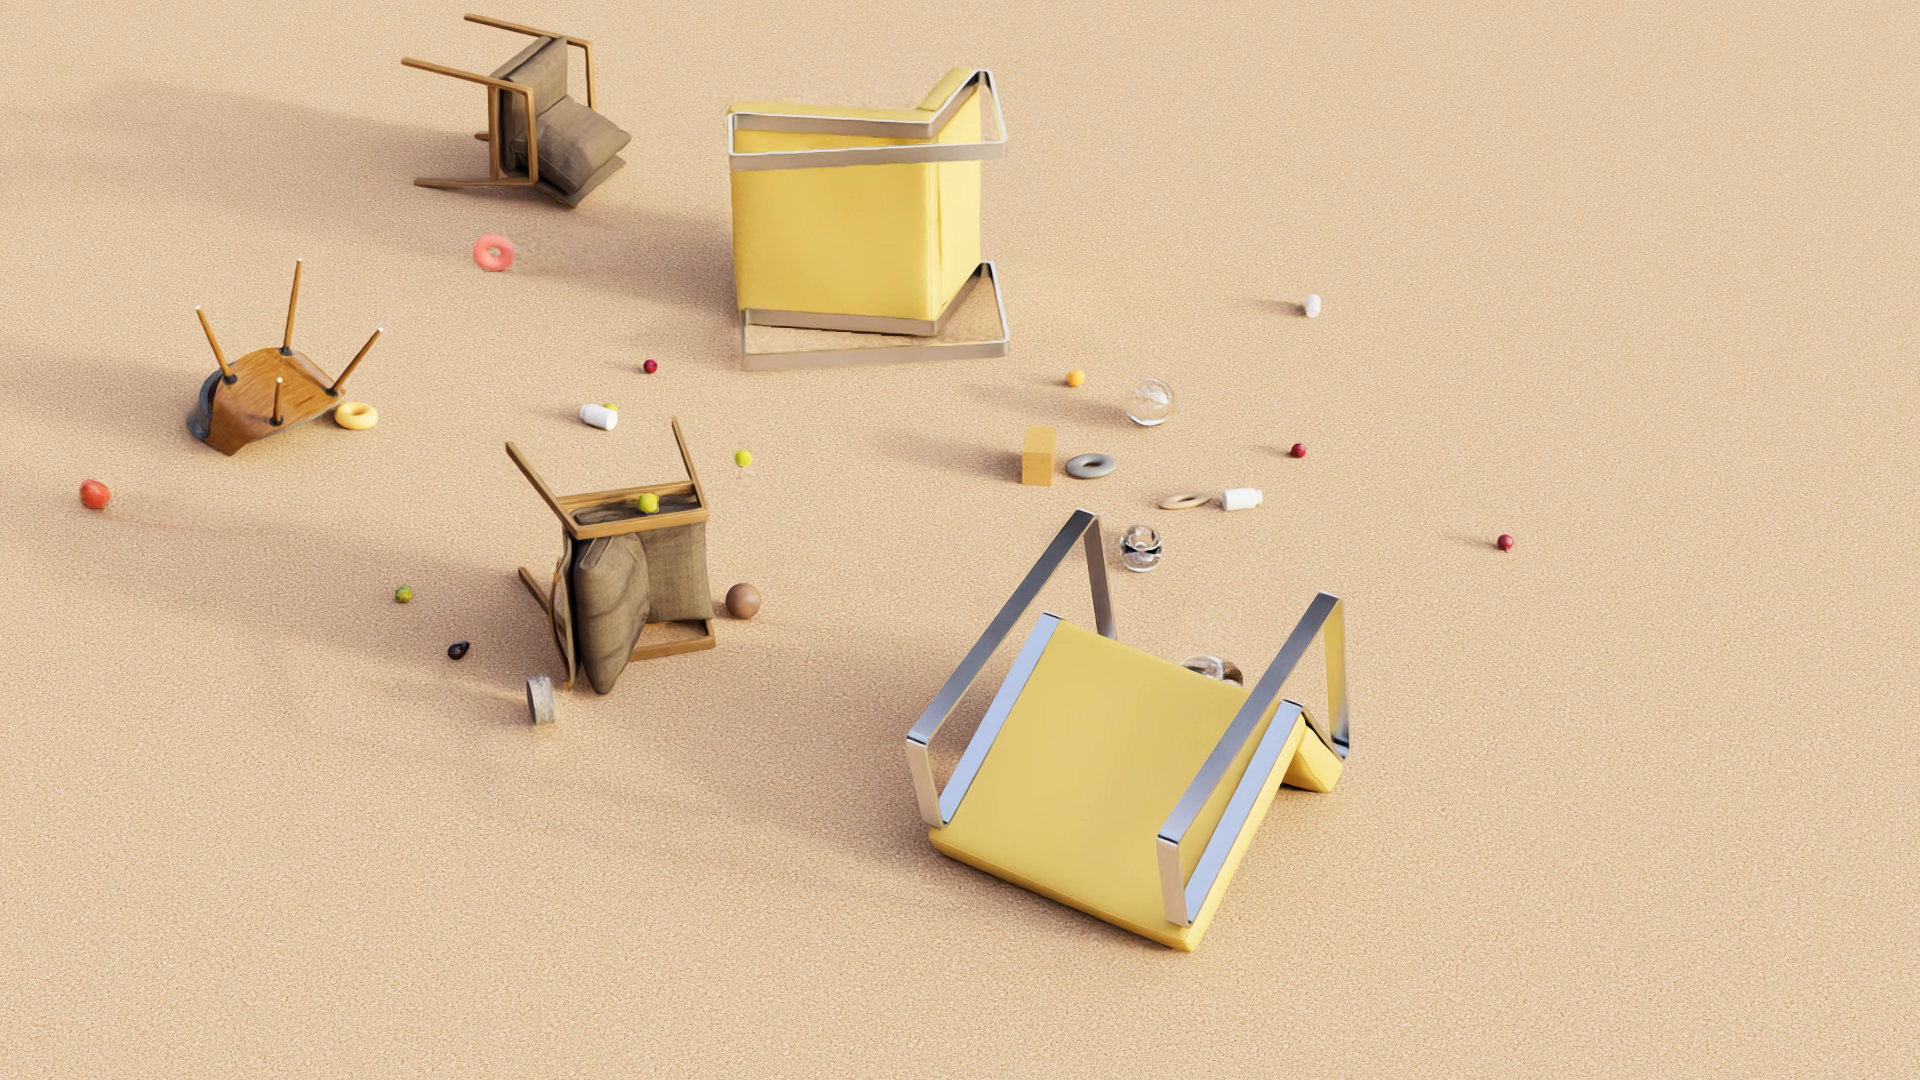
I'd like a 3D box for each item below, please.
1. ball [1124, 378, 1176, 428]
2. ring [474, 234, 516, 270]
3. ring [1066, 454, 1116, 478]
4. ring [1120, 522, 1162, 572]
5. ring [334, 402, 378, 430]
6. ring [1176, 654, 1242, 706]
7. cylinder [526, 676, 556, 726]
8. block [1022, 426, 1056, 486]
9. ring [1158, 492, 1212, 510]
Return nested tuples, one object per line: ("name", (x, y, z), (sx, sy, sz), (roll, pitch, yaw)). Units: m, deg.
("ball", (0.751, -0.543, 11.587), (0.201, 0.201, 0.201), (0, 33, 0))
("ring", (-2.011, -1.243, 12.672), (0.175, 0.178, 0.050), (-36, 29, 18))
("ring", (0.507, -0.286, 11.343), (0.204, 0.039, 0.158), (-8, 33, -11))
("ring", (0.669, 0.027, 10.829), (0.161, 0.083, 0.266), (3, 35, 1))
("ring", (-2.398, -0.493, 11.640), (0.192, 0.060, 0.147), (19, 37, 28))
("ring", (0.850, 0.476, 9.972), (0.153, 0.173, 0.420), (8, -1, 21))
("cylinder", (-1.424, 0.547, 9.965), (0.069, 0.165, 0.160), (-11, 41, -15))
("block", (0.307, -0.323, 11.299), (0.109, 0.149, 0.195), (4, 34, 6))
("ring", (0.858, -0.150, 11.148), (0.220, 0.026, 0.082), (-11, 36, -16))
